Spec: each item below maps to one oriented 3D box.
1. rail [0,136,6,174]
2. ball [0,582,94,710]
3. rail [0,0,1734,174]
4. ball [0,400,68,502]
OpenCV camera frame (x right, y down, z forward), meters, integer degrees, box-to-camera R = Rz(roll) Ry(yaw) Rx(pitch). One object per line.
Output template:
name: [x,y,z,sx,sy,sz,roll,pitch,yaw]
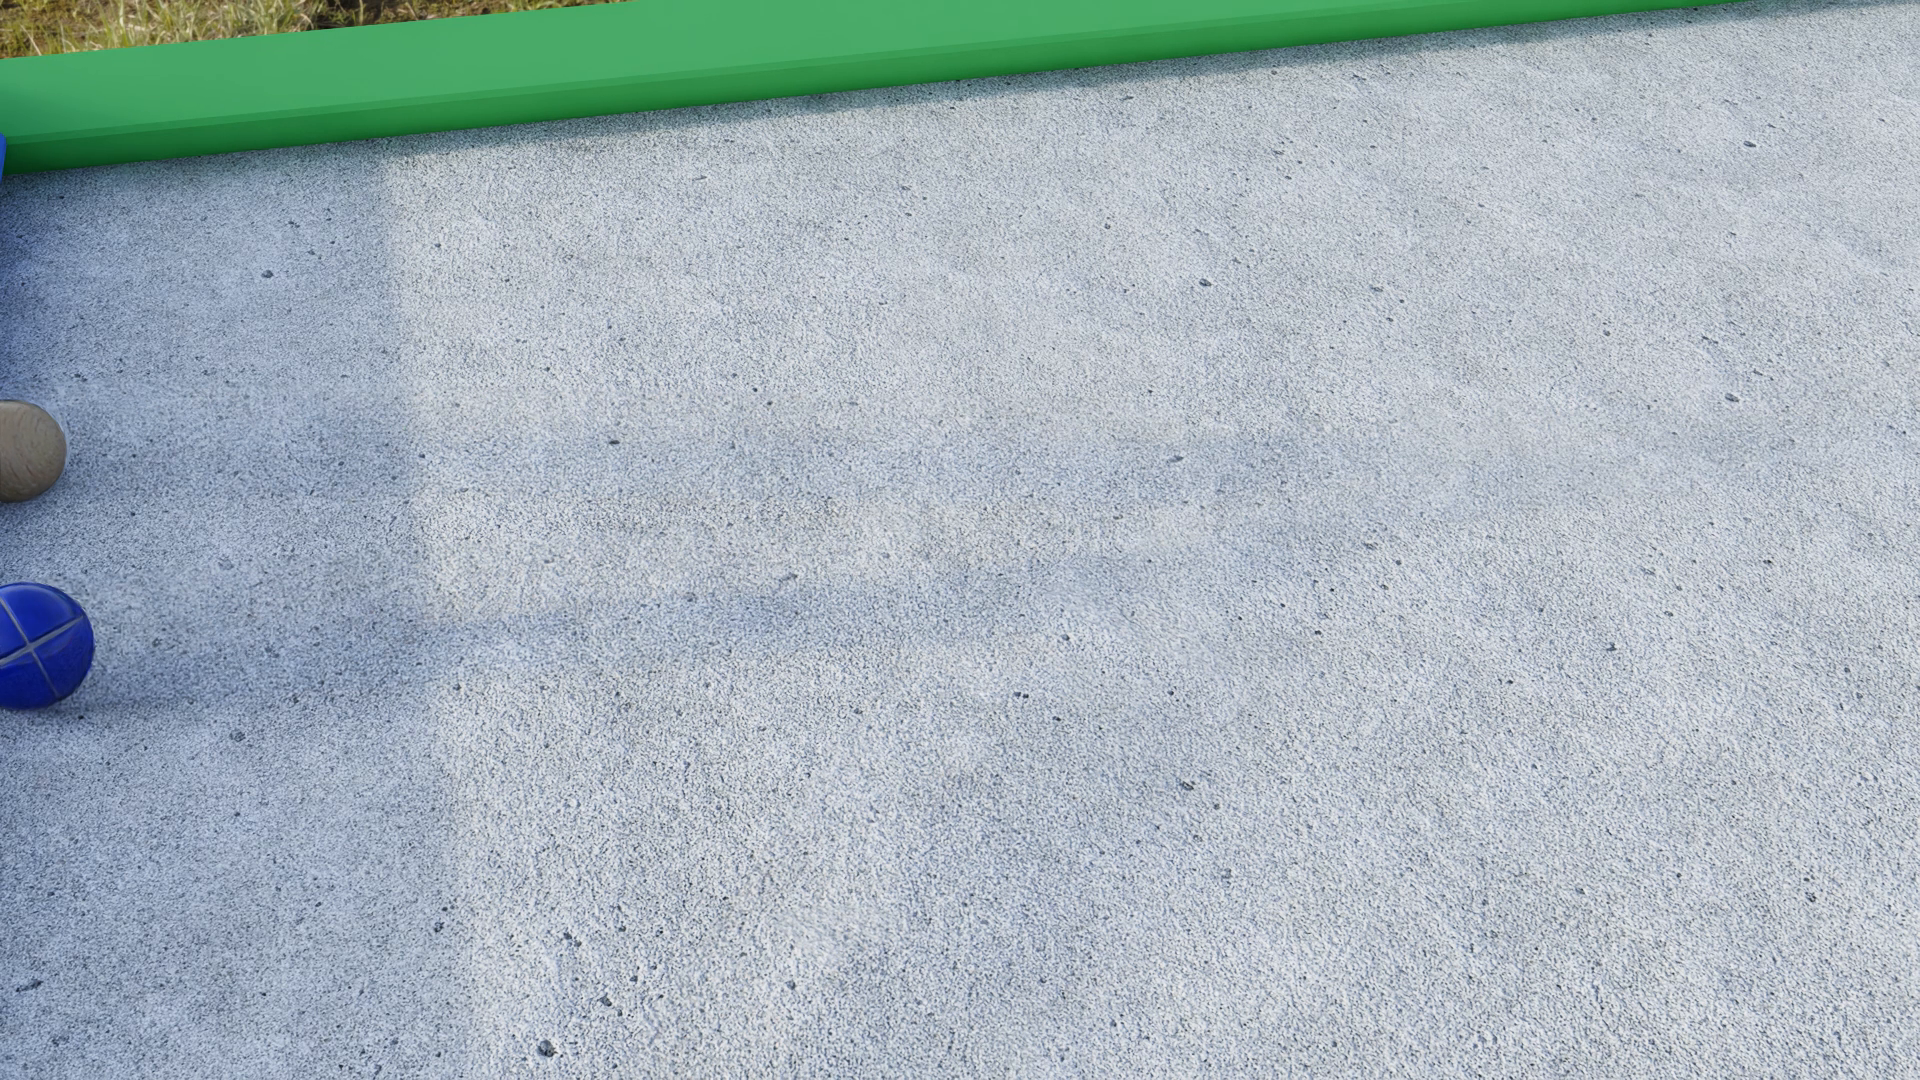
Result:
rail: [-0.630,0.072,1.501,0.045,0.100,1.456,-8,36,-10]
ball: [-0.558,0.063,1.534,0.077,0.077,0.077,0,36,0]
rail: [0.496,-0.499,2.297,2.680,0.100,0.045,-8,36,-10]
ball: [-0.632,-0.060,1.713,0.068,0.068,0.068,0,36,0]
